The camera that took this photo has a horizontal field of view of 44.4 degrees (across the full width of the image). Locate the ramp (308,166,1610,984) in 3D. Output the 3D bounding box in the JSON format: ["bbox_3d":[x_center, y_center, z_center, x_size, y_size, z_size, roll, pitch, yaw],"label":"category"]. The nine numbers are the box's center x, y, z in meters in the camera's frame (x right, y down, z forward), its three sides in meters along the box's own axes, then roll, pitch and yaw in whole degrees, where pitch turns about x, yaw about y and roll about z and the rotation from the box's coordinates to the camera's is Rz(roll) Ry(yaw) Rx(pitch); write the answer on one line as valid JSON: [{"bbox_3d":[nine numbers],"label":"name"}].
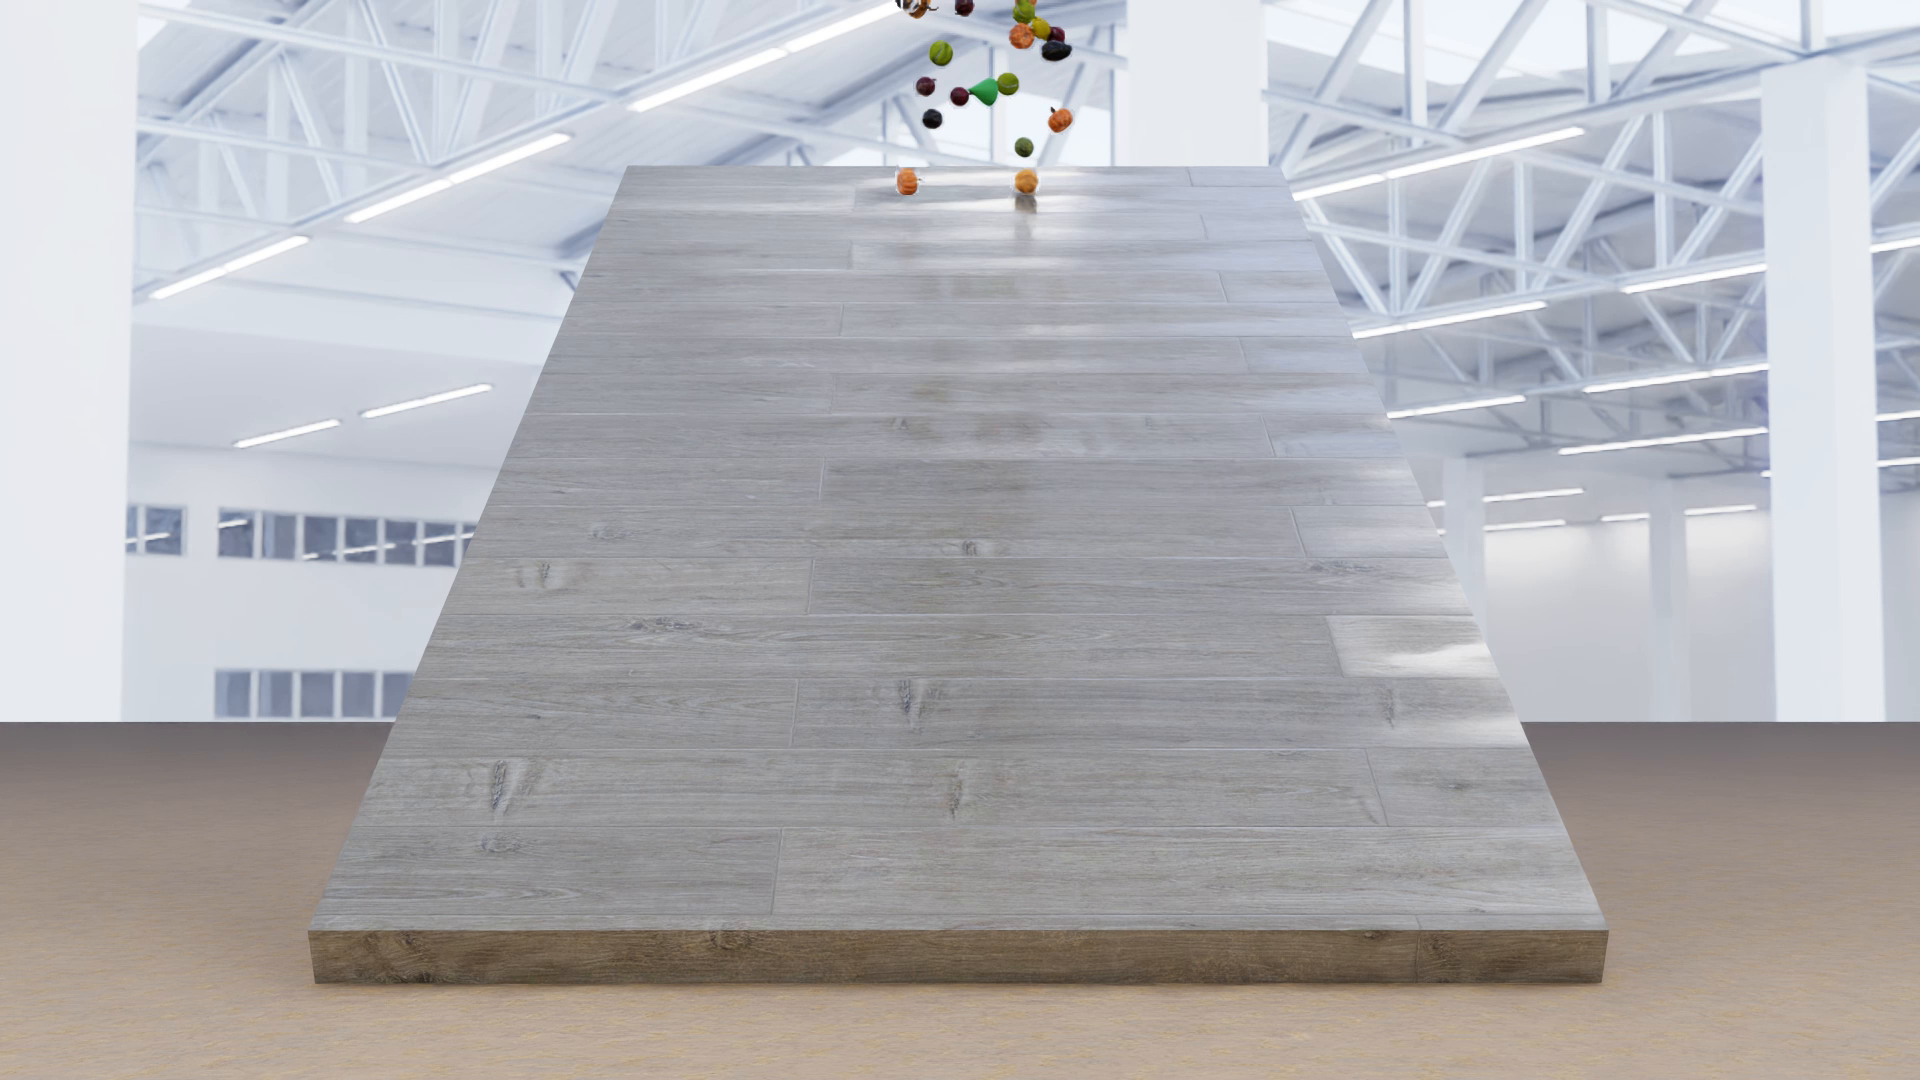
[{"bbox_3d":[-0.010,-0.229,5.438,2.000,0.100,4.000,0,26,0],"label":"ramp"}]

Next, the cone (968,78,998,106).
[{"bbox_3d":[0.055,-1.344,7.044,0.085,0.085,0.085,-4,-1,-39],"label":"cone"}]
